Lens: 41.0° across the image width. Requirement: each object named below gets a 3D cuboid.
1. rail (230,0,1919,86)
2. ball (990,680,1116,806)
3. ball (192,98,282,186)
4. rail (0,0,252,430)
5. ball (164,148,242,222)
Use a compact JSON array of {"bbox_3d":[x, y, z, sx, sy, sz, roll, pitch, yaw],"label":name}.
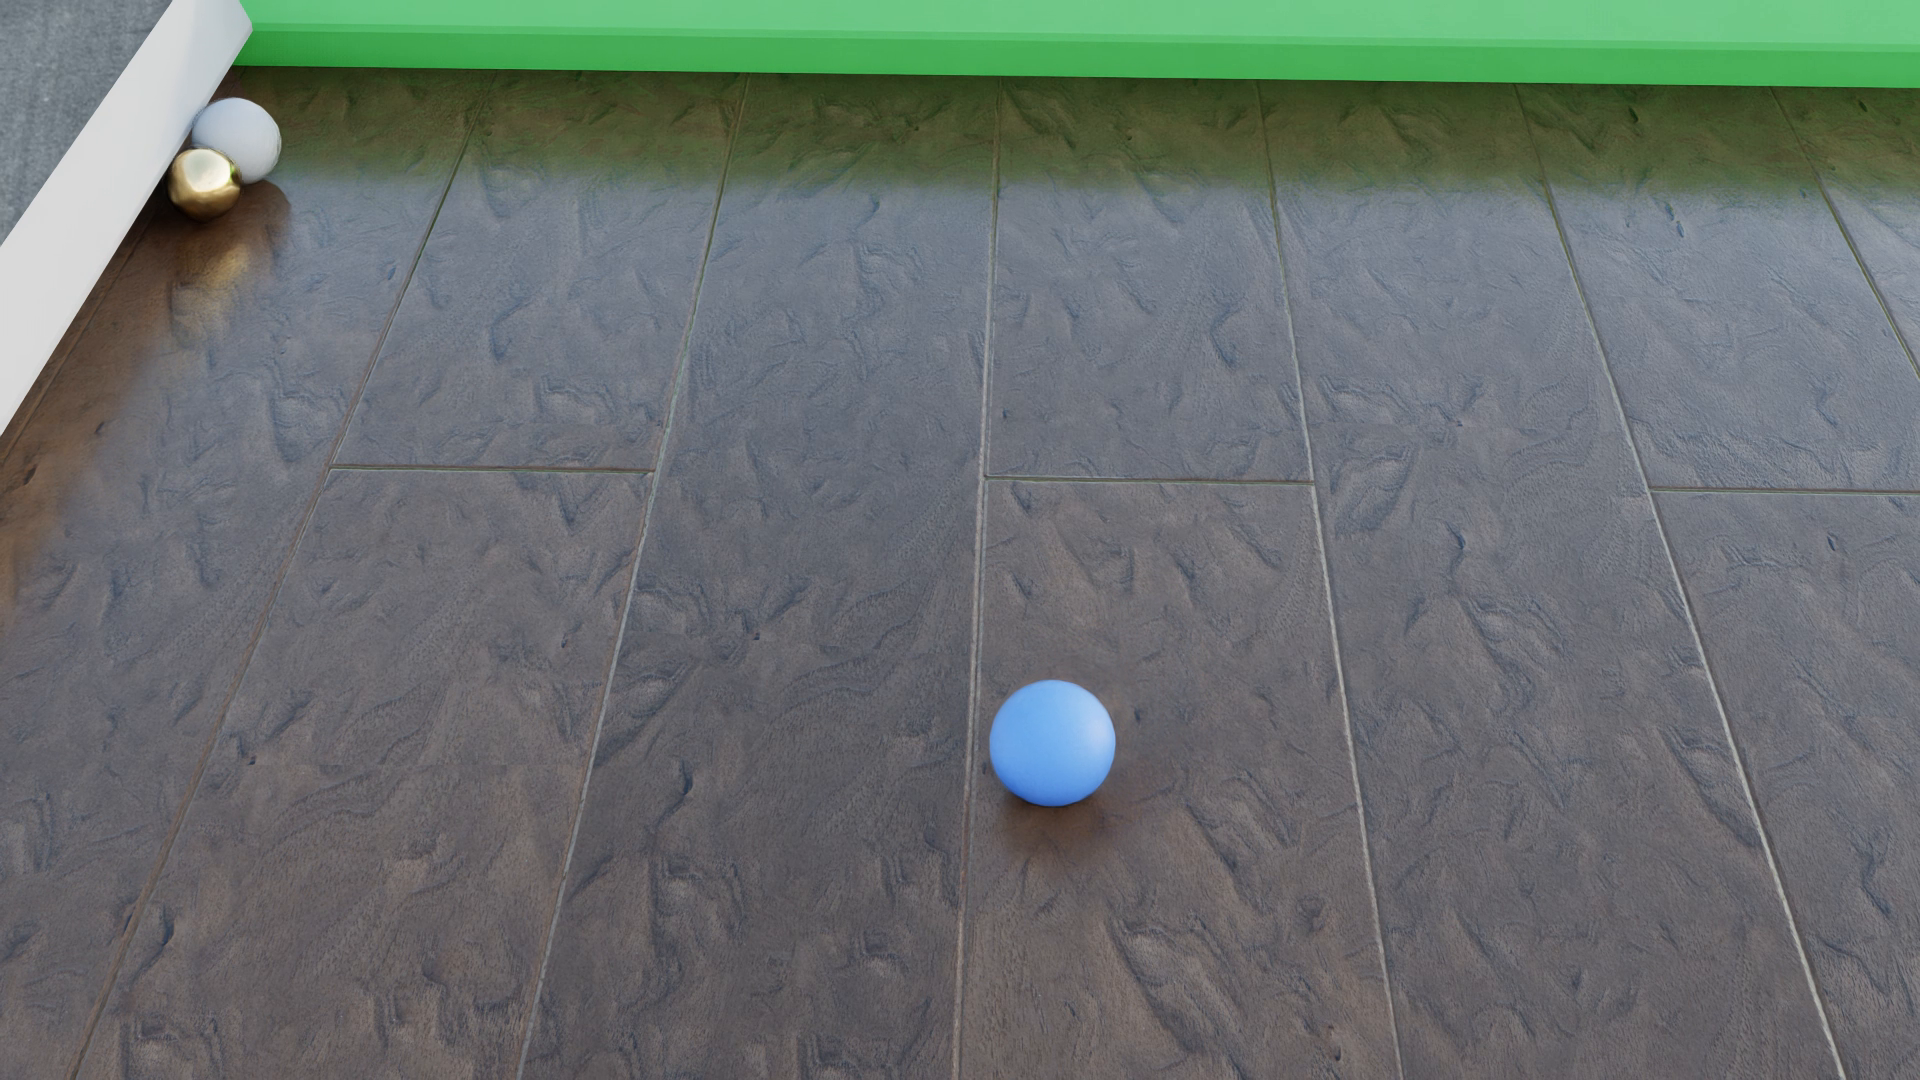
[{"bbox_3d":[0.780,-0.482,2.455,3.018,0.120,0.045,1,35,1],"label":"rail"},{"bbox_3d":[0.058,0.128,1.624,0.080,0.080,0.080,0,35,0],"label":"ball"},{"bbox_3d":[-0.654,-0.360,2.320,0.078,0.078,0.078,0,35,0],"label":"ball"},{"bbox_3d":[-0.730,-0.029,1.811,0.045,0.120,1.716,1,35,1],"label":"rail"},{"bbox_3d":[-0.669,-0.314,2.266,0.065,0.065,0.065,0,35,0],"label":"ball"}]
